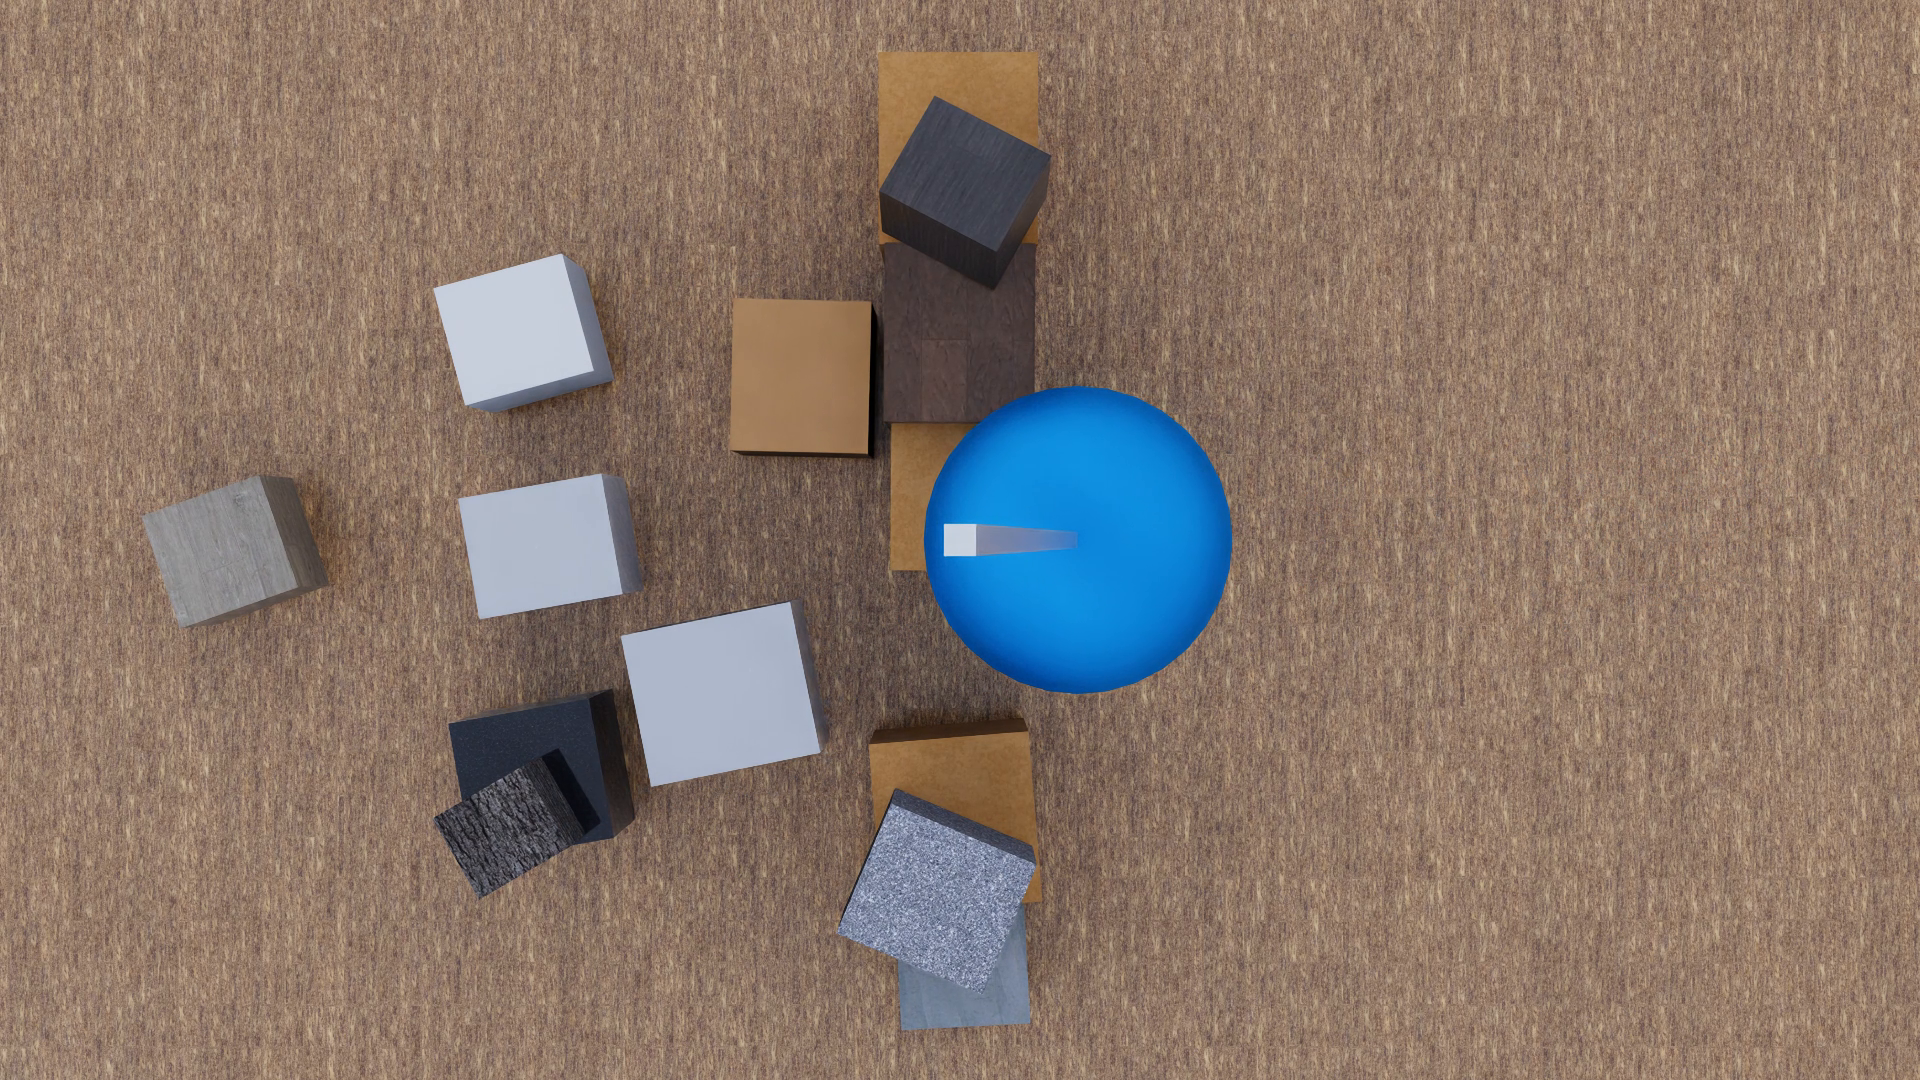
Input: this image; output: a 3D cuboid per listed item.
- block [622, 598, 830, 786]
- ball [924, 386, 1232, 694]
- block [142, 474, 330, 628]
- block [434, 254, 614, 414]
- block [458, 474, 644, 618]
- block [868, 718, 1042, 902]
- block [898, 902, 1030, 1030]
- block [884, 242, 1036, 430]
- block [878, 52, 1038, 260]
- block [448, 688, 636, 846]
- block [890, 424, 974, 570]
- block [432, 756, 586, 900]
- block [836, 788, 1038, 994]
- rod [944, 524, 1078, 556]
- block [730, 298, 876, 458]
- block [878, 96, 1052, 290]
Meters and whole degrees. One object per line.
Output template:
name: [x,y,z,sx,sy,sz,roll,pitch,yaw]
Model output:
block: [-1.323,0.853,12.577,0.953,0.845,0.851,-11,90,0]
ball: [0.609,0.000,11.415,1.600,1.600,1.600,0,90,0]
block: [-4.166,0.066,12.685,0.703,0.629,0.670,-19,90,0]
block: [-2.488,-1.173,12.626,0.742,0.749,0.676,-15,90,0]
block: [-2.320,0.035,12.577,0.802,0.845,0.676,-10,90,0]
block: [-0.024,1.555,12.542,0.881,0.916,0.938,-5,90,0]
block: [0.015,2.377,12.638,0.722,0.723,0.683,-3,90,0]
block: [-0.002,-1.130,12.482,0.821,1.037,0.973,0,90,0]
block: [-0.009,-2.154,12.542,0.876,0.916,1.056,0,90,0]
block: [-2.377,1.334,12.591,0.792,0.819,0.784,-10,90,0]
block: [-0.015,-0.237,12.586,0.737,0.827,0.813,0,90,0]
block: [-2.435,1.553,11.919,0.552,0.525,0.497,-30,90,0]
block: [-0.120,1.855,11.722,0.819,0.724,0.727,23,90,0]
rod: [0.264,0.000,8.033,0.080,5.200,0.080,0,90,6]
block: [-0.886,-0.912,12.610,0.768,0.780,0.846,1,90,0]
block: [0.026,-1.837,11.695,0.693,0.615,0.600,28,79,5]
